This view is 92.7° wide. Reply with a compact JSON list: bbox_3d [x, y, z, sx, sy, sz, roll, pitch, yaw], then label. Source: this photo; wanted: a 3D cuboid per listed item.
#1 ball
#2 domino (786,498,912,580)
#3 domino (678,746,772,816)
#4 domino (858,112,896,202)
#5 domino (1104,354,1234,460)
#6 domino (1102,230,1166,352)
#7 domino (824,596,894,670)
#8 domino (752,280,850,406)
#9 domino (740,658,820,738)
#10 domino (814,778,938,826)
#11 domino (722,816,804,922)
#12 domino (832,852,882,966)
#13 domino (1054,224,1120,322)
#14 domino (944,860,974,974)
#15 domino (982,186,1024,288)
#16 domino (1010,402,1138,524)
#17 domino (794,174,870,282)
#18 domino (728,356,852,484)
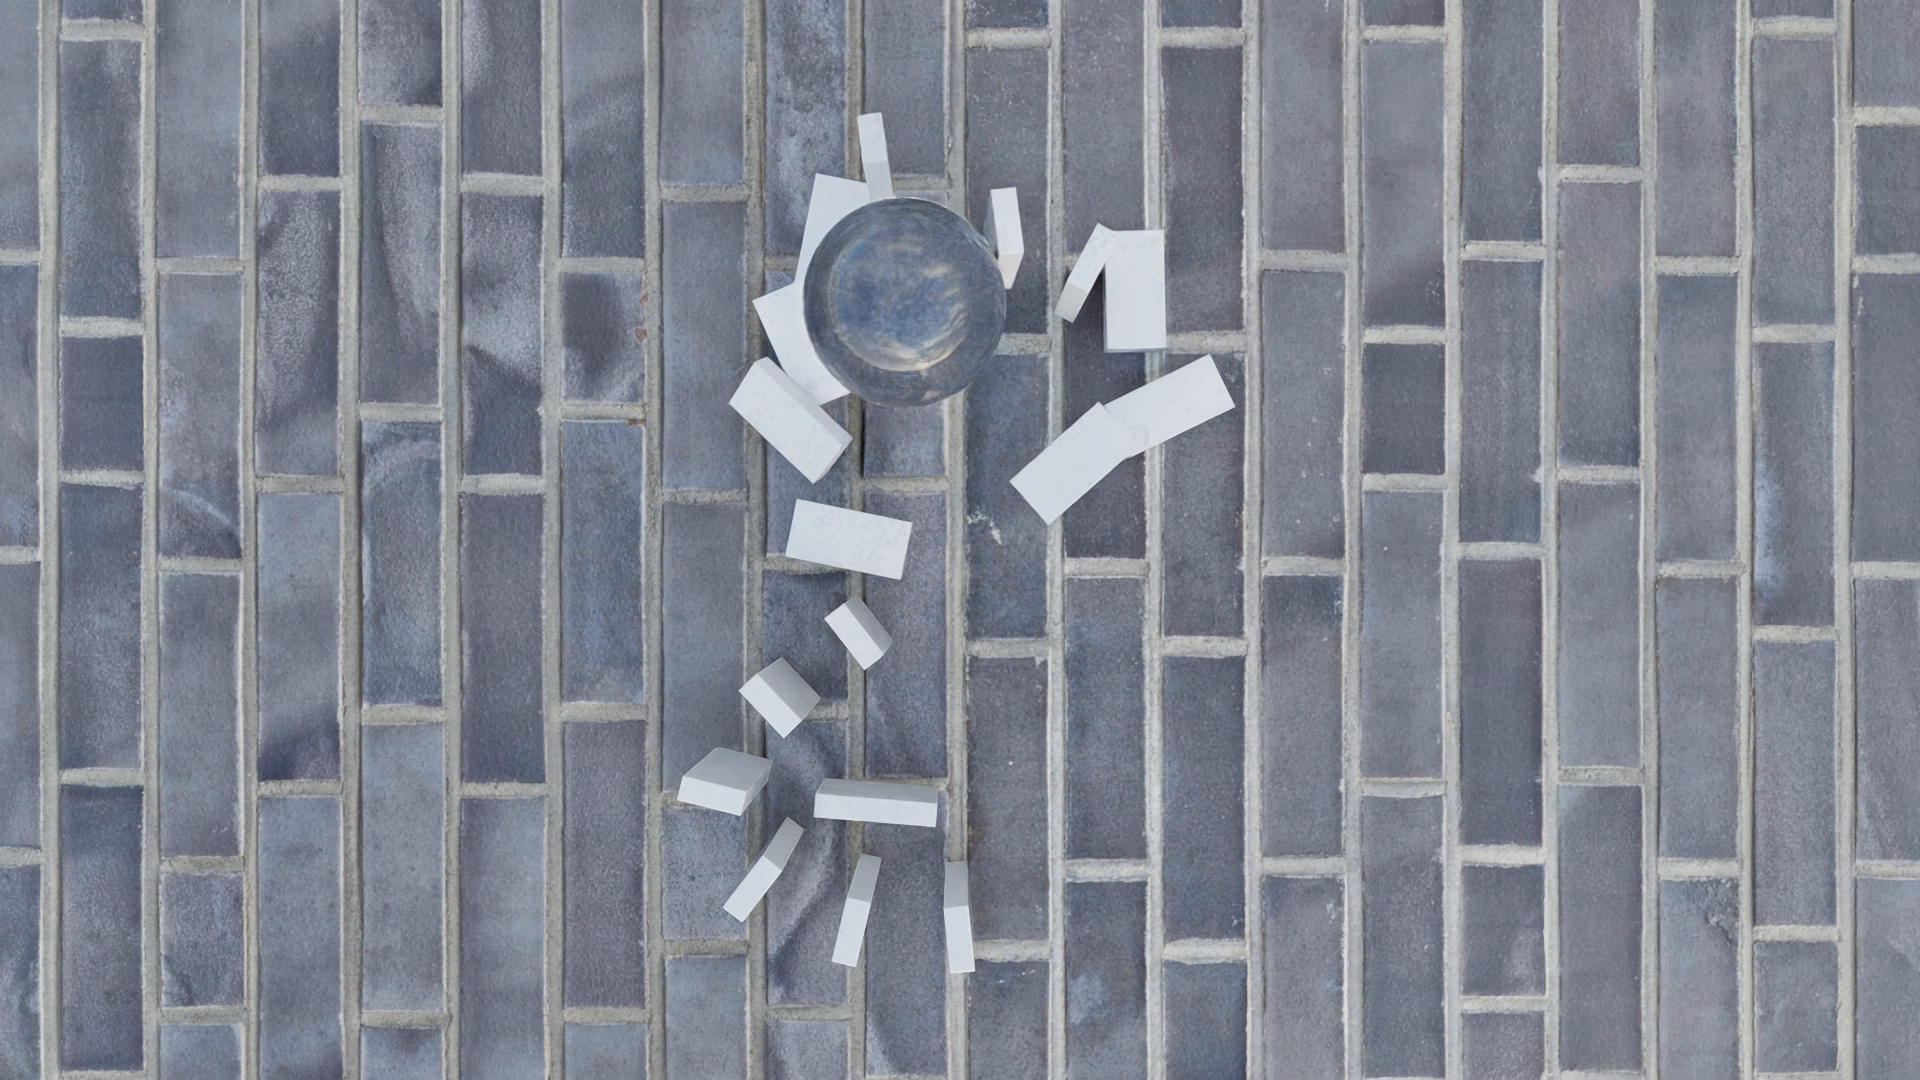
[{"bbox_3d":[-0.022,-0.092,0.360,0.080,0.080,0.080,0,90,0],"label":"ball"},{"bbox_3d":[-0.048,0.000,0.395,0.050,0.010,0.025,12,90,0],"label":"domino"},{"bbox_3d":[-0.095,0.098,0.375,0.025,0.050,0.010,14,90,0],"label":"domino"},{"bbox_3d":[-0.032,-0.143,0.372,0.010,0.050,0.025,-8,66,0],"label":"domino"},{"bbox_3d":[0.089,-0.057,0.395,0.050,0.010,0.025,-26,90,0],"label":"domino"},{"bbox_3d":[0.075,-0.107,0.395,0.025,0.009,0.050,-1,90,0],"label":"domino"},{"bbox_3d":[-0.040,0.037,0.375,0.009,0.050,0.025,-38,90,0],"label":"domino"},{"bbox_3d":[-0.066,-0.083,0.390,0.025,0.009,0.050,-23,102,0],"label":"domino"},{"bbox_3d":[-0.073,0.063,0.375,0.010,0.050,0.025,-43,90,0],"label":"domino"},{"bbox_3d":[-0.035,0.111,0.388,0.050,0.025,0.010,5,90,0],"label":"domino"},{"bbox_3d":[-0.079,0.133,0.375,0.010,0.050,0.025,38,90,0],"label":"domino"},{"bbox_3d":[-0.042,0.150,0.375,0.010,0.050,0.025,13,90,0],"label":"domino"},{"bbox_3d":[0.051,-0.108,0.375,0.009,0.050,0.025,28,90,0],"label":"domino"},{"bbox_3d":[0.000,0.153,0.375,0.010,0.050,0.025,-6,90,0],"label":"domino"},{"bbox_3d":[0.017,-0.122,0.375,0.010,0.050,0.025,-8,90,-2],"label":"domino"},{"bbox_3d":[0.048,-0.032,0.390,0.050,0.009,0.025,-42,87,11],"label":"domino"},{"bbox_3d":[-0.054,-0.129,0.395,0.025,0.009,0.050,11,90,0],"label":"domino"},{"bbox_3d":[-0.072,-0.051,0.389,0.050,0.010,0.025,44,125,0],"label":"domino"}]
